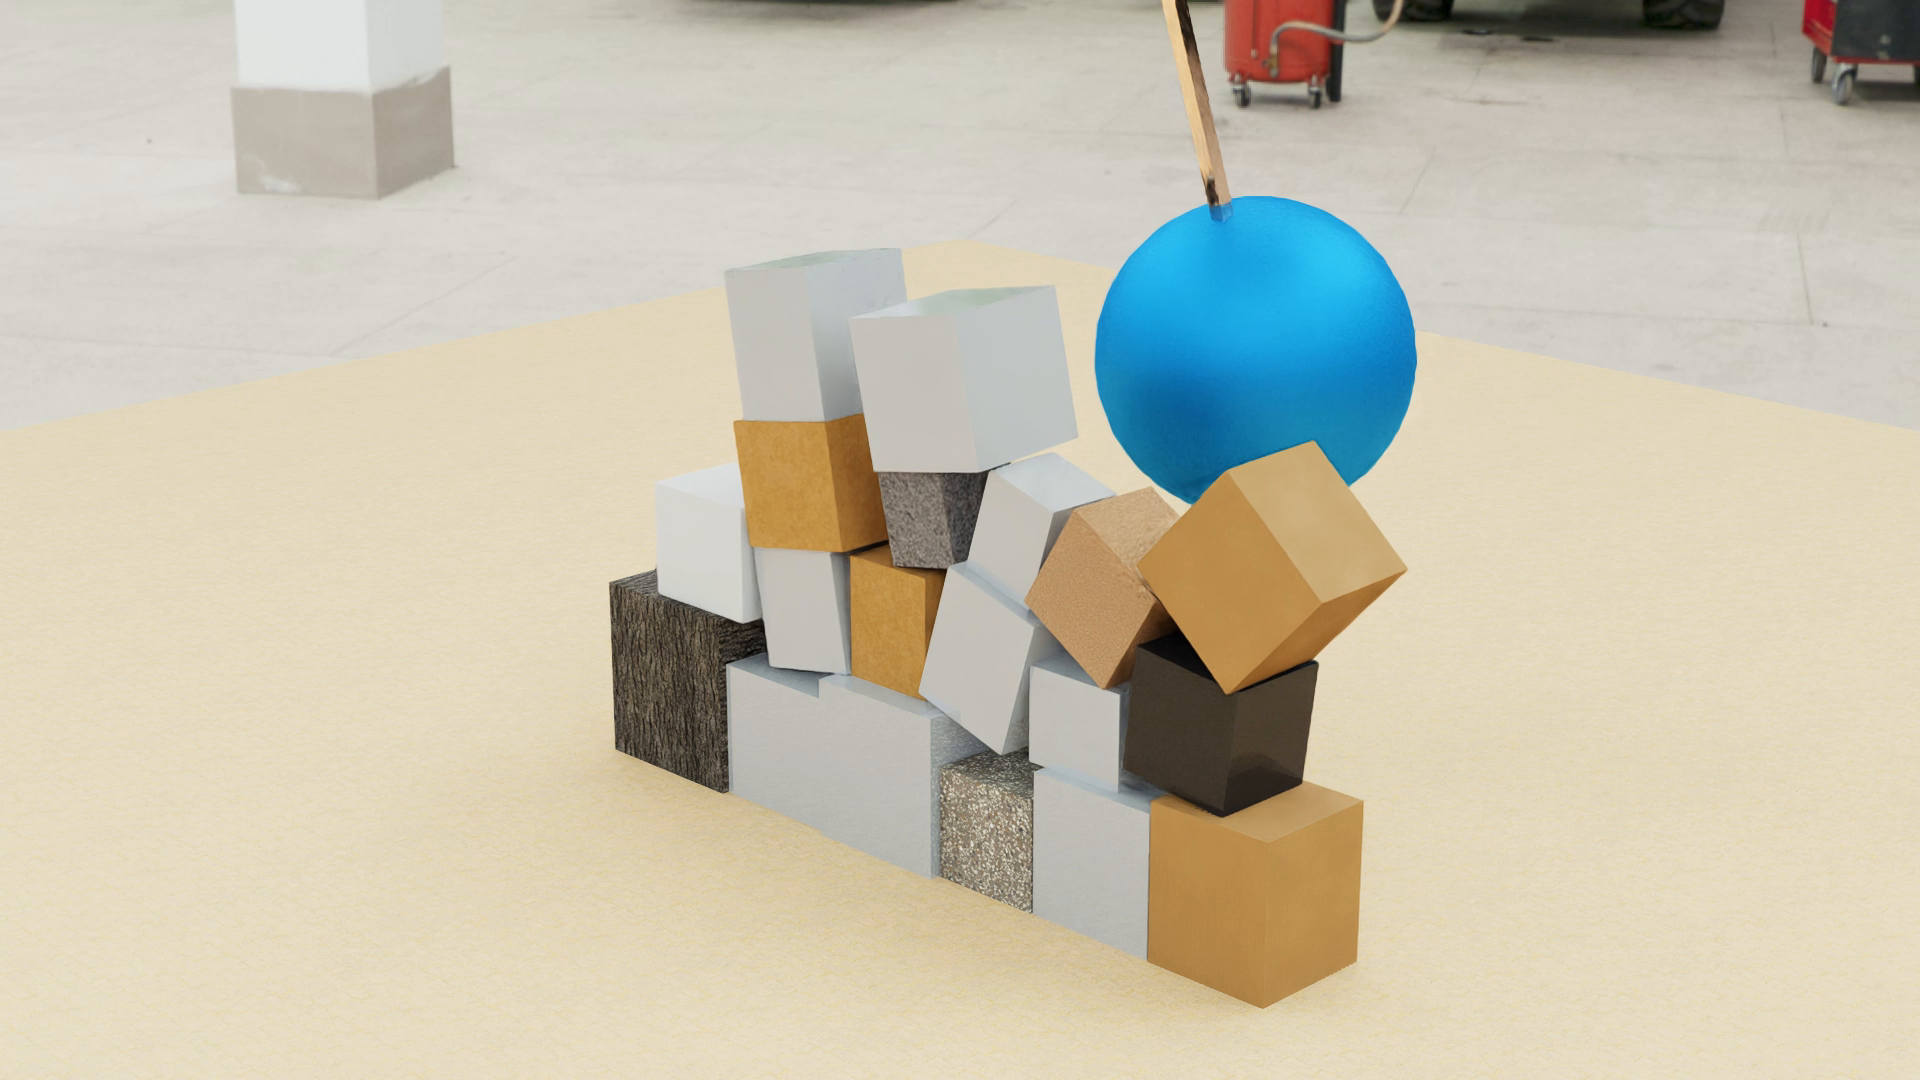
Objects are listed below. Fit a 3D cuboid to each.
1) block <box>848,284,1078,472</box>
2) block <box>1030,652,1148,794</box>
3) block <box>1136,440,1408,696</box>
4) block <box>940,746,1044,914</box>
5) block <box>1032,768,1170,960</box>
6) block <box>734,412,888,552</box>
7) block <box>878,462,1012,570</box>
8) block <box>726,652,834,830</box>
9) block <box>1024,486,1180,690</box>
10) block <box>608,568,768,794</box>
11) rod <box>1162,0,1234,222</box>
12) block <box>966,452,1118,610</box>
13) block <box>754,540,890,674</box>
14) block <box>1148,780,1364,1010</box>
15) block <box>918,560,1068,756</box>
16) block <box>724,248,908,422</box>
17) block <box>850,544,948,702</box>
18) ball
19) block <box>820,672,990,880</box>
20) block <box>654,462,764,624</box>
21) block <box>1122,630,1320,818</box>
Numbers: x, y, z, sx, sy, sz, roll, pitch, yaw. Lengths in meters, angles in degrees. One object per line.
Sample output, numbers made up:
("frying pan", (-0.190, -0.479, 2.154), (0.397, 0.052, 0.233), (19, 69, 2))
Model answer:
("block", (0.018, -0.721, 13.085), (0.661, 0.698, 0.658), (2, 16, 45))
("block", (0.660, 0.769, 12.875), (0.472, 0.453, 0.529), (-17, 24, -42))
("block", (1.272, 0.111, 12.002), (0.589, 0.677, 0.665), (-18, 67, -44))
("block", (0.339, 1.278, 13.377), (0.642, 0.540, 0.567), (-17, 24, -42))
("block", (0.791, 1.344, 12.935), (0.644, 0.680, 0.677), (-17, 24, -42))
("block", (-0.586, -0.317, 13.874), (0.622, 0.605, 0.657), (-16, 13, -42))
("block", (-0.043, -0.160, 13.346), (0.450, 0.472, 0.407), (-20, 15, -42))
("block", (-0.634, 0.919, 14.306), (0.716, 0.669, 0.696), (-17, 24, -42))
("block", (0.720, 0.204, 12.631), (0.489, 0.564, 0.555), (-17, 55, -42))
("block", (-1.199, 0.649, 14.781), (0.742, 0.898, 0.839), (-17, 24, -42))
("rod", (0.636, -3.702, 12.844), (0.080, 5.200, 0.080), (17, 44, 42))
("block", (0.359, -0.043, 12.952), (0.410, 0.501, 0.404), (-16, 40, -42))
("block", (-0.576, 0.272, 14.016), (0.515, 0.596, 0.550), (-17, 13, -42))
("block", (1.254, 1.455, 12.469), (0.633, 0.746, 0.637), (17, 24, 42))
("block", (0.273, 0.477, 13.219), (0.585, 0.677, 0.552), (-16, 40, -42))
("block", (-0.646, -0.963, 13.751), (0.611, 0.714, 0.573), (-16, 13, -42))
("block", (-0.150, 0.349, 13.638), (0.492, 0.589, 0.516), (17, 24, 42))
("ball", (1.467, -0.908, 14.594), (1.600, 1.600, 1.600), (0, 17, 0))
("block", (-0.117, 1.018, 13.800), (0.789, 0.783, 0.740), (-17, 24, -42))
("block", (-1.024, -0.013, 14.433), (0.686, 0.575, 0.640), (-17, 24, -42))
("block", (1.101, 0.744, 12.423), (0.528, 0.576, 0.562), (-17, 31, -42))
